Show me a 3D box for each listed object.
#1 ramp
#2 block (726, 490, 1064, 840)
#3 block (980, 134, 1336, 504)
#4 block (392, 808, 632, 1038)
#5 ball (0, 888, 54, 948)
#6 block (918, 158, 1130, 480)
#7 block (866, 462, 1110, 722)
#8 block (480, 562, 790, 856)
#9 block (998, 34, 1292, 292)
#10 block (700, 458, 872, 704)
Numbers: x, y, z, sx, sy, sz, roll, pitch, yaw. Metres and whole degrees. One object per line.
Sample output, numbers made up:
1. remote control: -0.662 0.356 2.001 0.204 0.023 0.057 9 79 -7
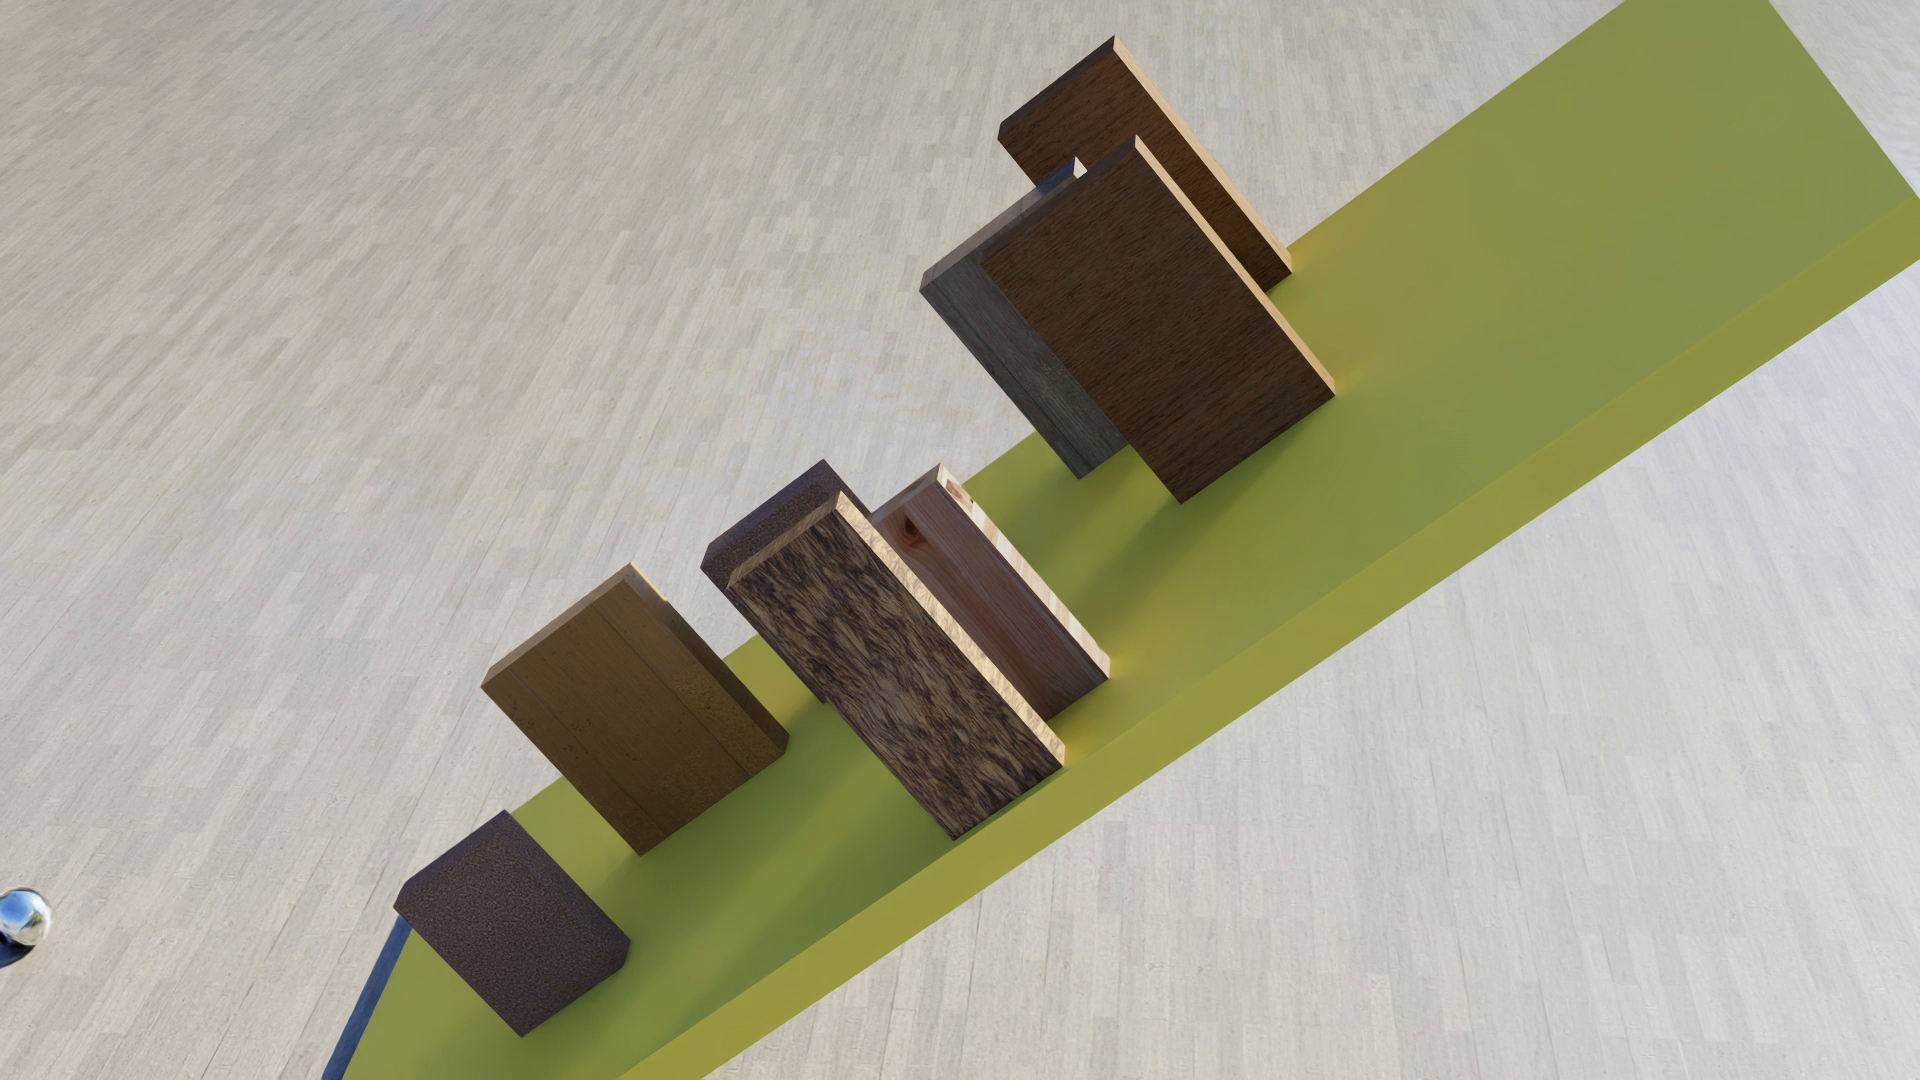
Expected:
1. ramp: 0.121 0.185 6.340 4.000 0.100 2.000 -36 16 18
2. block: -0.113 0.235 5.365 0.260 0.646 0.082 -36 16 18
3. block: 0.403 -0.440 5.958 0.394 0.658 0.093 -36 16 18
4. block: -0.944 0.812 6.214 0.294 0.401 0.106 -36 16 18
5. ball: -2.423 0.976 7.592 0.156 0.156 0.156 0 24 0
6. block: 0.263 -0.492 6.588 0.438 0.572 0.132 -36 16 18
7. block: -0.045 0.179 5.602 0.435 0.514 0.085 -36 16 18
8. block: -0.727 0.384 6.601 0.435 0.541 0.097 -36 16 18
9. block: 0.432 -0.795 6.829 0.338 0.670 0.139 -36 16 18
10. block: -0.308 0.095 6.612 0.344 0.426 0.134 -36 16 18
